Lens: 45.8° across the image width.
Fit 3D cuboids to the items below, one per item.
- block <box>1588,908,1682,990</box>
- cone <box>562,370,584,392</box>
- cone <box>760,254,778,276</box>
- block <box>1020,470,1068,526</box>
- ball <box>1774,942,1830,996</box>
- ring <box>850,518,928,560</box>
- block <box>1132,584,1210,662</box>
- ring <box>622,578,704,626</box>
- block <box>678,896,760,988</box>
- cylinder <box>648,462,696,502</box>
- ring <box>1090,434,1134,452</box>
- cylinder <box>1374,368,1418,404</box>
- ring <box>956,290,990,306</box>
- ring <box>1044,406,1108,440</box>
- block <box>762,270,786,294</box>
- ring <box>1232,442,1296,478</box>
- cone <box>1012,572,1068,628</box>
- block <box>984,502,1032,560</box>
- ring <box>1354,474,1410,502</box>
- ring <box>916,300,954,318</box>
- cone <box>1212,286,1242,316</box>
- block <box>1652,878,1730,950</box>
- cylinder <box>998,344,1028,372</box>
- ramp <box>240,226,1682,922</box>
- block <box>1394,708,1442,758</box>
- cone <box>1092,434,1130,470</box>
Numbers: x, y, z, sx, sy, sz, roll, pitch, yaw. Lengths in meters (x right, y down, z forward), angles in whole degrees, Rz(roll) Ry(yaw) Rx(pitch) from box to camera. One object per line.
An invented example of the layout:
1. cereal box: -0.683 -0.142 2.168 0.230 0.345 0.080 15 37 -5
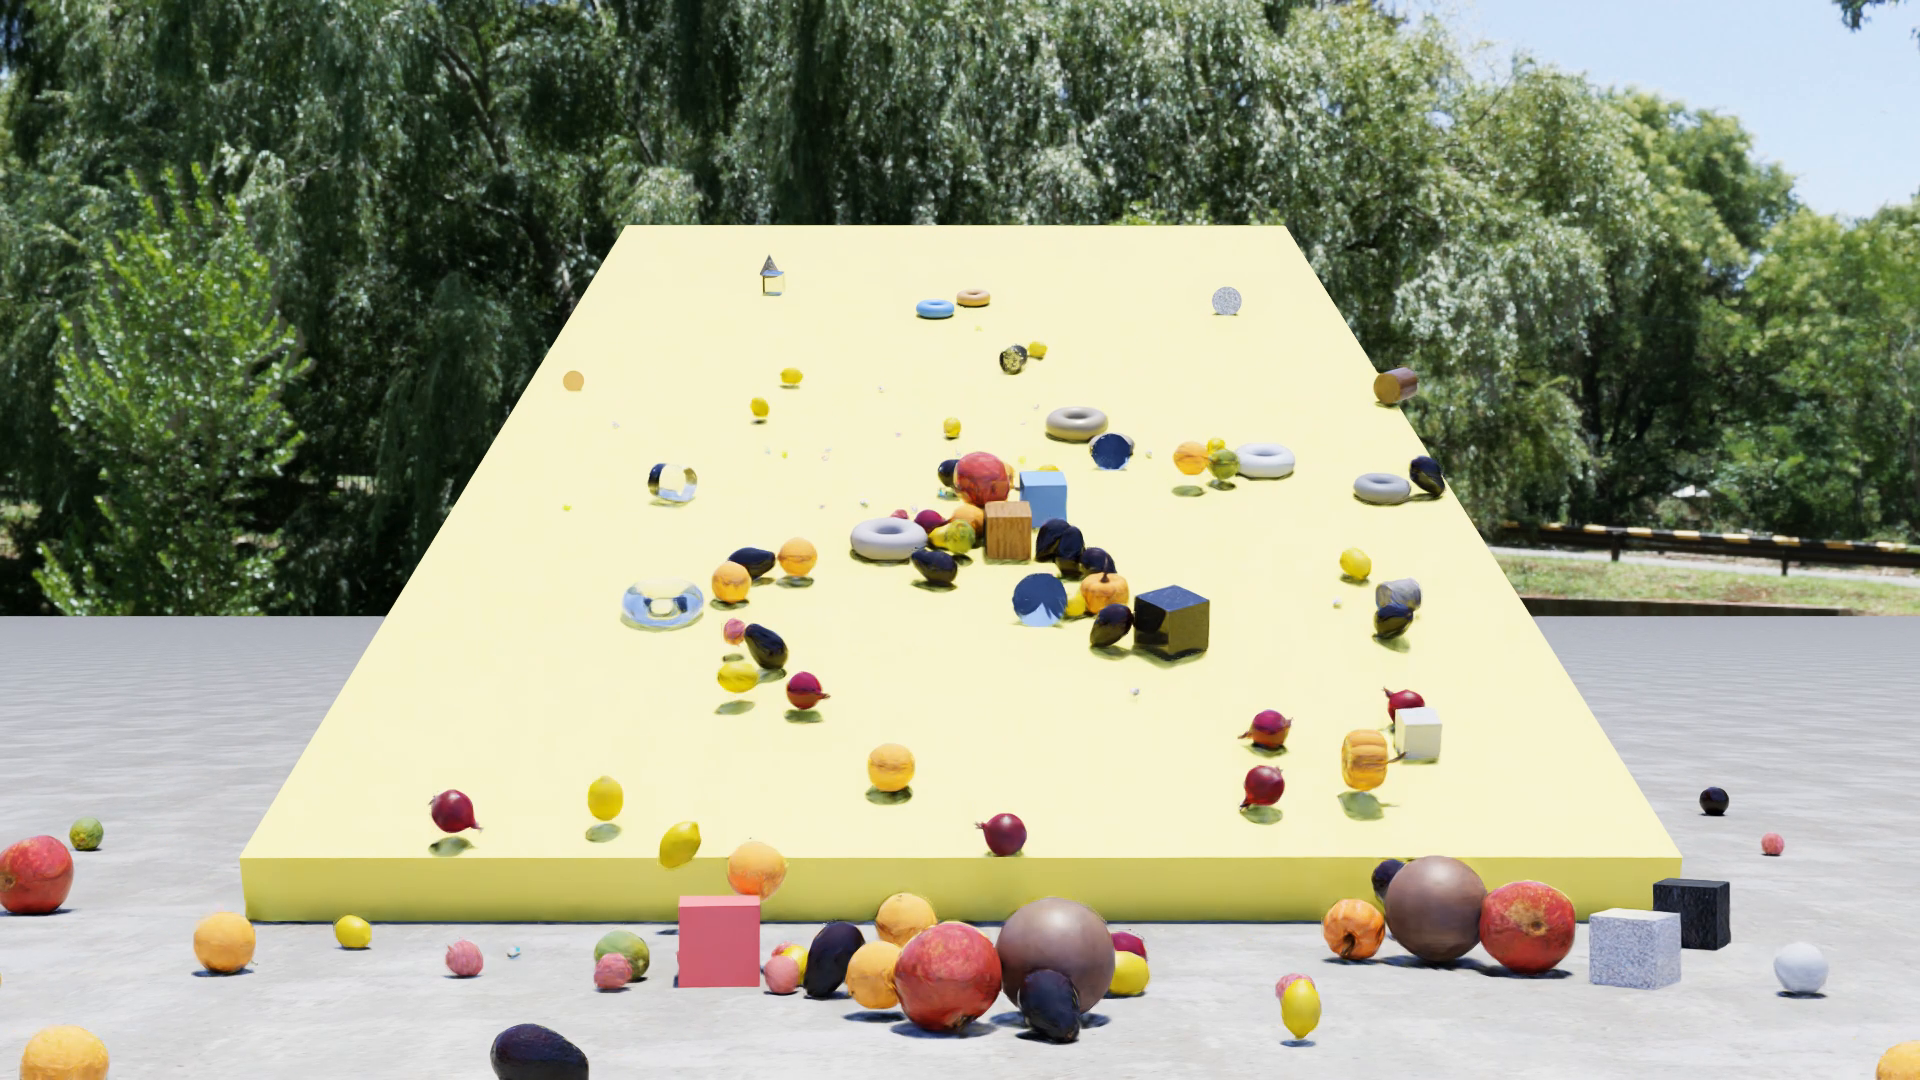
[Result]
1. block: 0.790 0.478 2.658 0.080 0.080 0.080 -1 -2 38
2. cone: -0.893 -0.365 5.276 0.050 0.050 0.050 0 -6 0
3. cone: -0.529 -0.766 6.306 0.059 0.059 0.059 0 20 0
4. block: 0.162 -0.081 4.429 0.084 0.084 0.084 -1 20 -4
5. ball: 0.953 0.485 2.573 0.060 0.060 0.060 0 -2 0
6. ring: -0.134 -0.002 4.268 0.146 0.049 0.146 1 20 0
7. block: 0.356 0.139 3.829 0.090 0.090 0.090 -14 25 -33
8. ring: -0.519 0.108 3.972 0.145 0.048 0.145 1 22 0
9. block: -0.283 0.471 2.671 0.094 0.094 0.094 0 -2 -6
10. cylinder: -0.574 -0.115 4.539 0.070 0.070 0.070 10 3 25
11. ring: 0.323 -0.201 4.829 0.097 0.032 0.097 -1 21 0
12. cylinder: 0.992 -0.351 5.174 0.073 0.073 0.073 -2 11 44
13. ring: 0.035 -0.641 6.012 0.094 0.031 0.094 -1 21 0
14. ring: 0.254 -0.254 4.951 0.140 0.047 0.140 -1 21 0
15. block: -0.501 -0.693 6.119 0.052 0.052 0.052 2 21 6
16. ring: 0.629 -0.166 4.718 0.134 0.045 0.134 -1 22 0
17. cone: 0.145 0.109 3.978 0.096 0.096 0.096 0 -6 8
18. block: 0.090 -0.018 4.261 0.084 0.084 0.084 -1 20 -3
19. ring: 0.848 -0.105 4.565 0.114 0.038 0.114 1 20 0
20. ring: -0.064 -0.600 5.899 0.102 0.034 0.102 1 20 0
21. cone: 0.696 -0.616 5.943 0.078 0.078 0.078 0 -6 4
22. block: 0.953 0.487 2.960 0.080 0.080 0.080 -1 -2 30
23. cylinder: 0.128 -0.433 5.419 0.055 0.055 0.055 -1 19 24
24. ramp: -0.005 -0.210 5.041 2.000 0.100 4.000 0 20 0
25. block: 0.698 0.294 3.462 0.057 0.057 0.057 -1 20 -3
26. cone: 0.317 -0.177 4.759 0.080 0.080 0.080 0 -8 6
